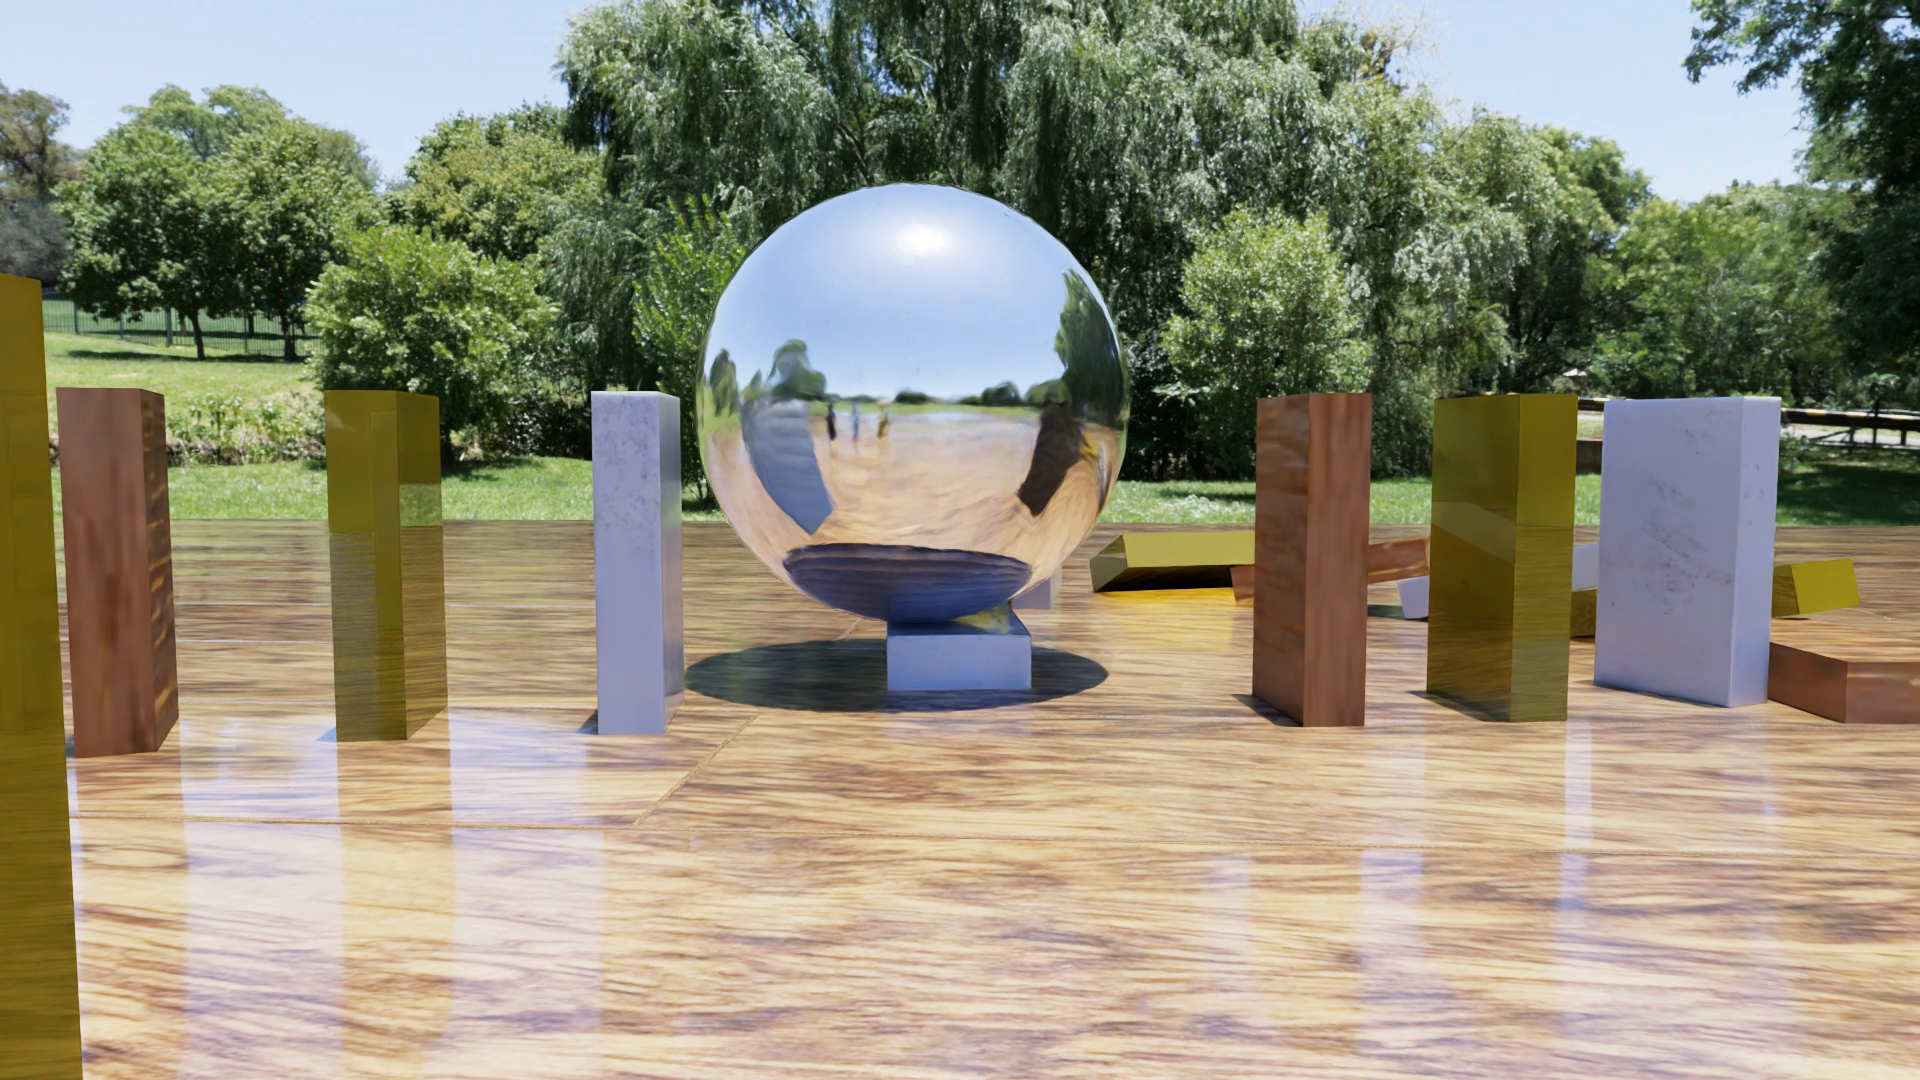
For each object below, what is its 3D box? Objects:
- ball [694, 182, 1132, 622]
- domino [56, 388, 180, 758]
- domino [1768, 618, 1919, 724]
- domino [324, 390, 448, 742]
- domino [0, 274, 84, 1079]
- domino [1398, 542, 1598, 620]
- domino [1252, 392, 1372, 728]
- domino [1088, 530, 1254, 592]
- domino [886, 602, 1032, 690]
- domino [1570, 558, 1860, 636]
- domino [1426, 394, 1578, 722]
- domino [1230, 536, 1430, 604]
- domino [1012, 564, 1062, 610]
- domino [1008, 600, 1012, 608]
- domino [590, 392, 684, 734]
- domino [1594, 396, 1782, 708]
[{"bbox_3d":[-0.009,-0.025,0.237,0.080,0.080,0.080,0,4,0],"label":"ball"},{"bbox_3d":[-0.121,0.004,0.185,0.010,0.050,0.025,-2,5,-25],"label":"domino"},{"bbox_3d":[0.148,0.021,0.220,0.025,0.009,0.050,0,4,1],"label":"domino"},{"bbox_3d":[-0.086,0.003,0.194,0.009,0.050,0.025,-1,4,-9],"label":"domino"},{"bbox_3d":[-0.047,0.014,0.048,0.009,0.050,0.025,0,4,-1],"label":"domino"},{"bbox_3d":[0.133,0.009,0.302,0.025,0.009,0.050,-4,-9,-45],"label":"domino"},{"bbox_3d":[0.055,0.002,0.204,0.009,0.050,0.025,0,4,-5],"label":"domino"},{"bbox_3d":[0.065,0.006,0.365,0.050,0.010,0.025,-1,-17,-17],"label":"domino"},{"bbox_3d":[-0.002,0.019,0.247,0.025,0.010,0.050,0,4,-3],"label":"domino"},{"bbox_3d":[0.153,0.013,0.268,0.025,0.010,0.050,-3,-7,-33],"label":"domino"},{"bbox_3d":[0.087,0.002,0.207,0.009,0.050,0.025,-1,4,-9],"label":"domino"},{"bbox_3d":[0.099,0.007,0.332,0.050,0.009,0.025,-11,-5,34],"label":"domino"},{"bbox_3d":[0.014,0.011,0.355,0.025,0.010,0.050,1,4,8],"label":"domino"},{"bbox_3d":[0.000,0.007,0.321,0.025,0.010,0.050,0,21,2],"label":"domino"},{"bbox_3d":[-0.049,0.003,0.199,0.009,0.050,0.025,0,4,-5],"label":"domino"},{"bbox_3d":[0.123,0.001,0.218,0.009,0.050,0.025,-2,5,-26],"label":"domino"}]
